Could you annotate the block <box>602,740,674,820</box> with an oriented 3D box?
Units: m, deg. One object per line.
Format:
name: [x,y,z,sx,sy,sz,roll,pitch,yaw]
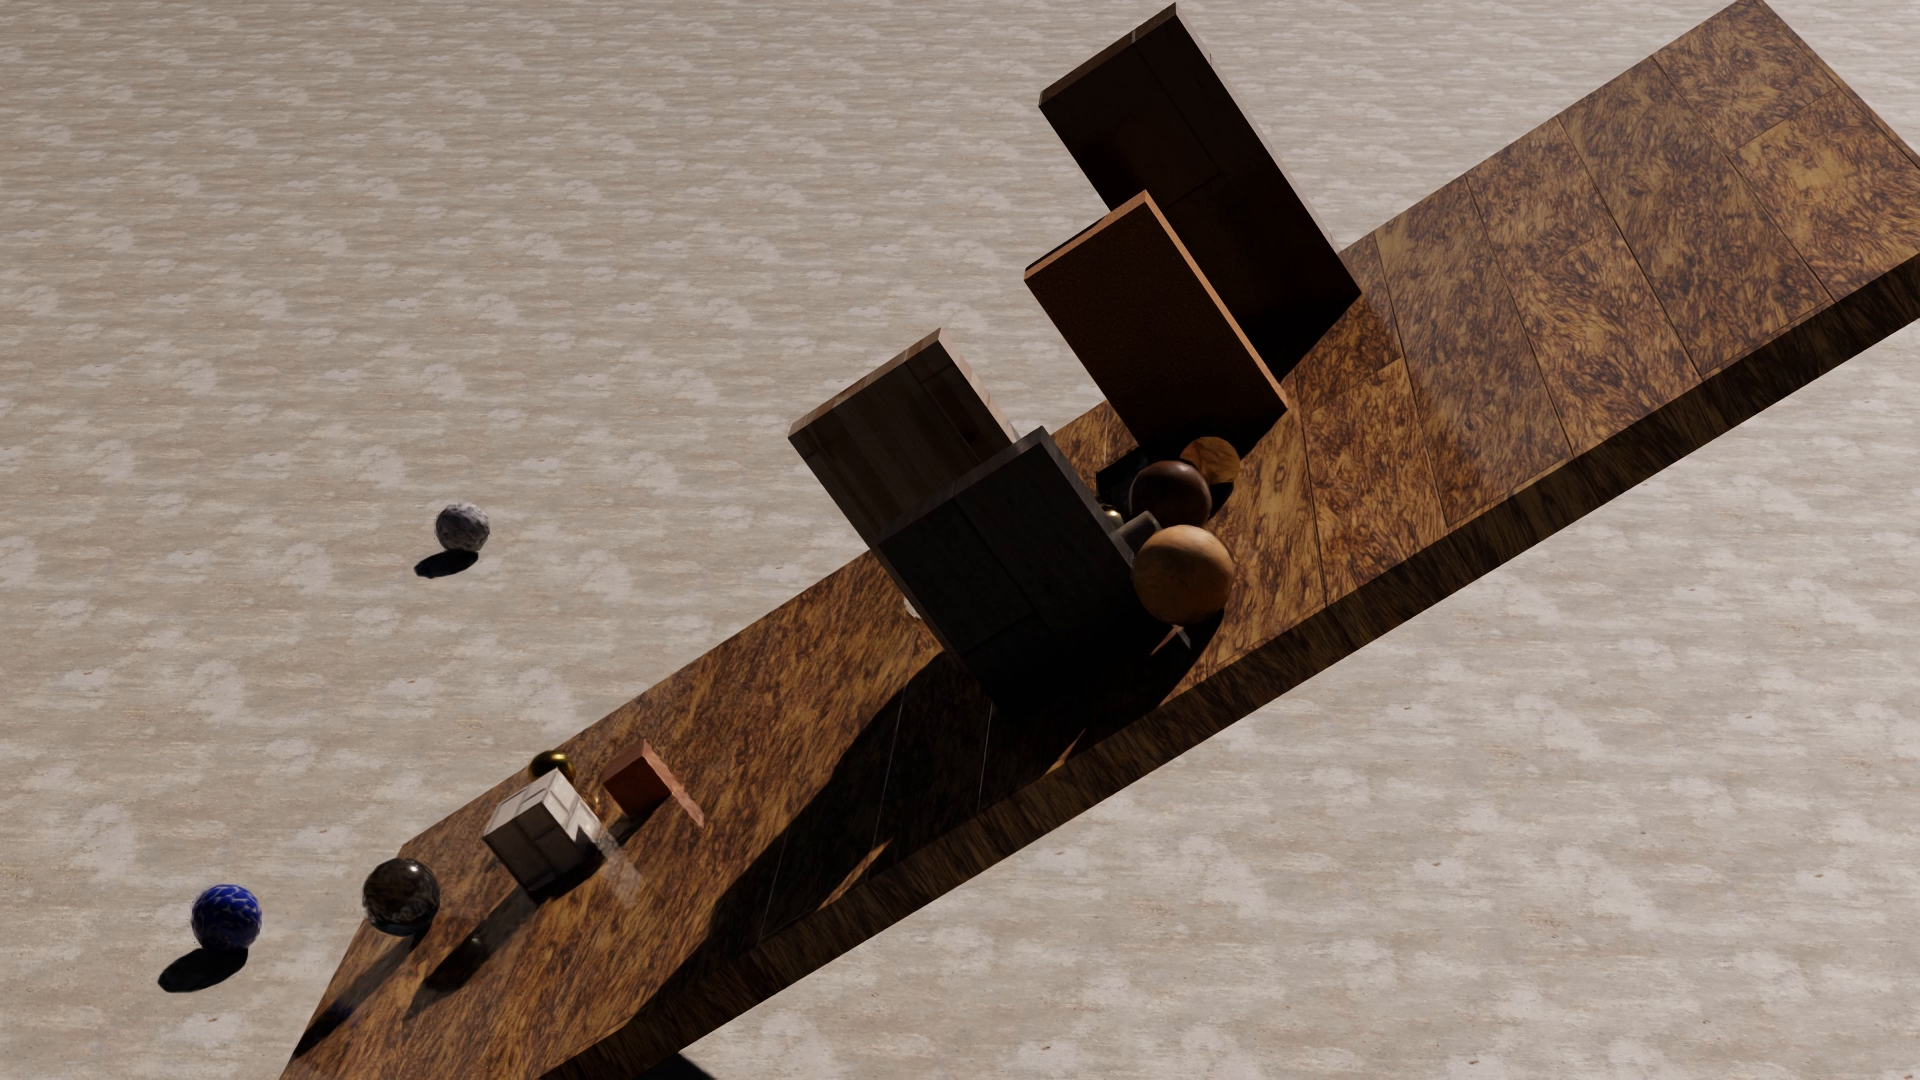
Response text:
block: [-0.731,0.545,6.682,0.113,0.113,0.113,-35,15,6]

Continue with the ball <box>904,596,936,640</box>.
ball: [-0.025,0.122,6.252,0.190,0.190,0.190,0,21,0]

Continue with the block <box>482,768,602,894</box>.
block: [-0.950,0.662,6.697,0.172,0.172,0.172,-32,16,16]

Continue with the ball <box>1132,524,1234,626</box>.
ball: [0.415,0.066,5.466,0.189,0.189,0.189,0,21,0]

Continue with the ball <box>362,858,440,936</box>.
ball: [-1.319,0.843,6.942,0.185,0.185,0.185,0,21,0]

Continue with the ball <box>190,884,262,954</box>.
ball: [-1.831,0.947,7.343,0.175,0.175,0.175,0,21,0]

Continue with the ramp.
ramp: [0.136,0.173,6.304,4.000,0.100,2.000,-32,16,15]

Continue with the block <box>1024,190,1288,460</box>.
block: [0.417,-0.429,6.249,0.306,0.545,0.100,-32,16,15]

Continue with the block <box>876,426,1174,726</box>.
block: [0.127,0.071,5.587,0.372,0.447,0.096,-32,16,15]

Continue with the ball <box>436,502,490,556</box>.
ball: [-1.671,-0.039,9.880,0.180,0.180,0.180,0,21,0]

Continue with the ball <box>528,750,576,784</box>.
ball: [-0.996,0.571,7.175,0.116,0.116,0.116,0,21,0]

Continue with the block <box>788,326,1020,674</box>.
block: [-0.015,-0.074,5.989,0.372,0.623,0.089,-32,16,15]

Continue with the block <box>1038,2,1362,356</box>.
block: [0.543,-0.783,6.621,0.364,0.759,0.146,-32,16,15]

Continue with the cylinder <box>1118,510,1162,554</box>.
cylinder: [0.341,0.054,5.715,0.162,0.162,0.162,-34,21,8]

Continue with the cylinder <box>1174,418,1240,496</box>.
cylinder: [0.510,-0.172,6.083,0.127,0.127,0.127,0,19,0]

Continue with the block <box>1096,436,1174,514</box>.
block: [0.389,-0.096,6.074,0.151,0.151,0.151,-33,15,10]

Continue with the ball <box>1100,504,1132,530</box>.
ball: [0.283,0.015,5.874,0.173,0.173,0.173,0,21,0]

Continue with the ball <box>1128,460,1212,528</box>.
ball: [0.422,-0.077,5.912,0.169,0.169,0.169,0,21,0]
